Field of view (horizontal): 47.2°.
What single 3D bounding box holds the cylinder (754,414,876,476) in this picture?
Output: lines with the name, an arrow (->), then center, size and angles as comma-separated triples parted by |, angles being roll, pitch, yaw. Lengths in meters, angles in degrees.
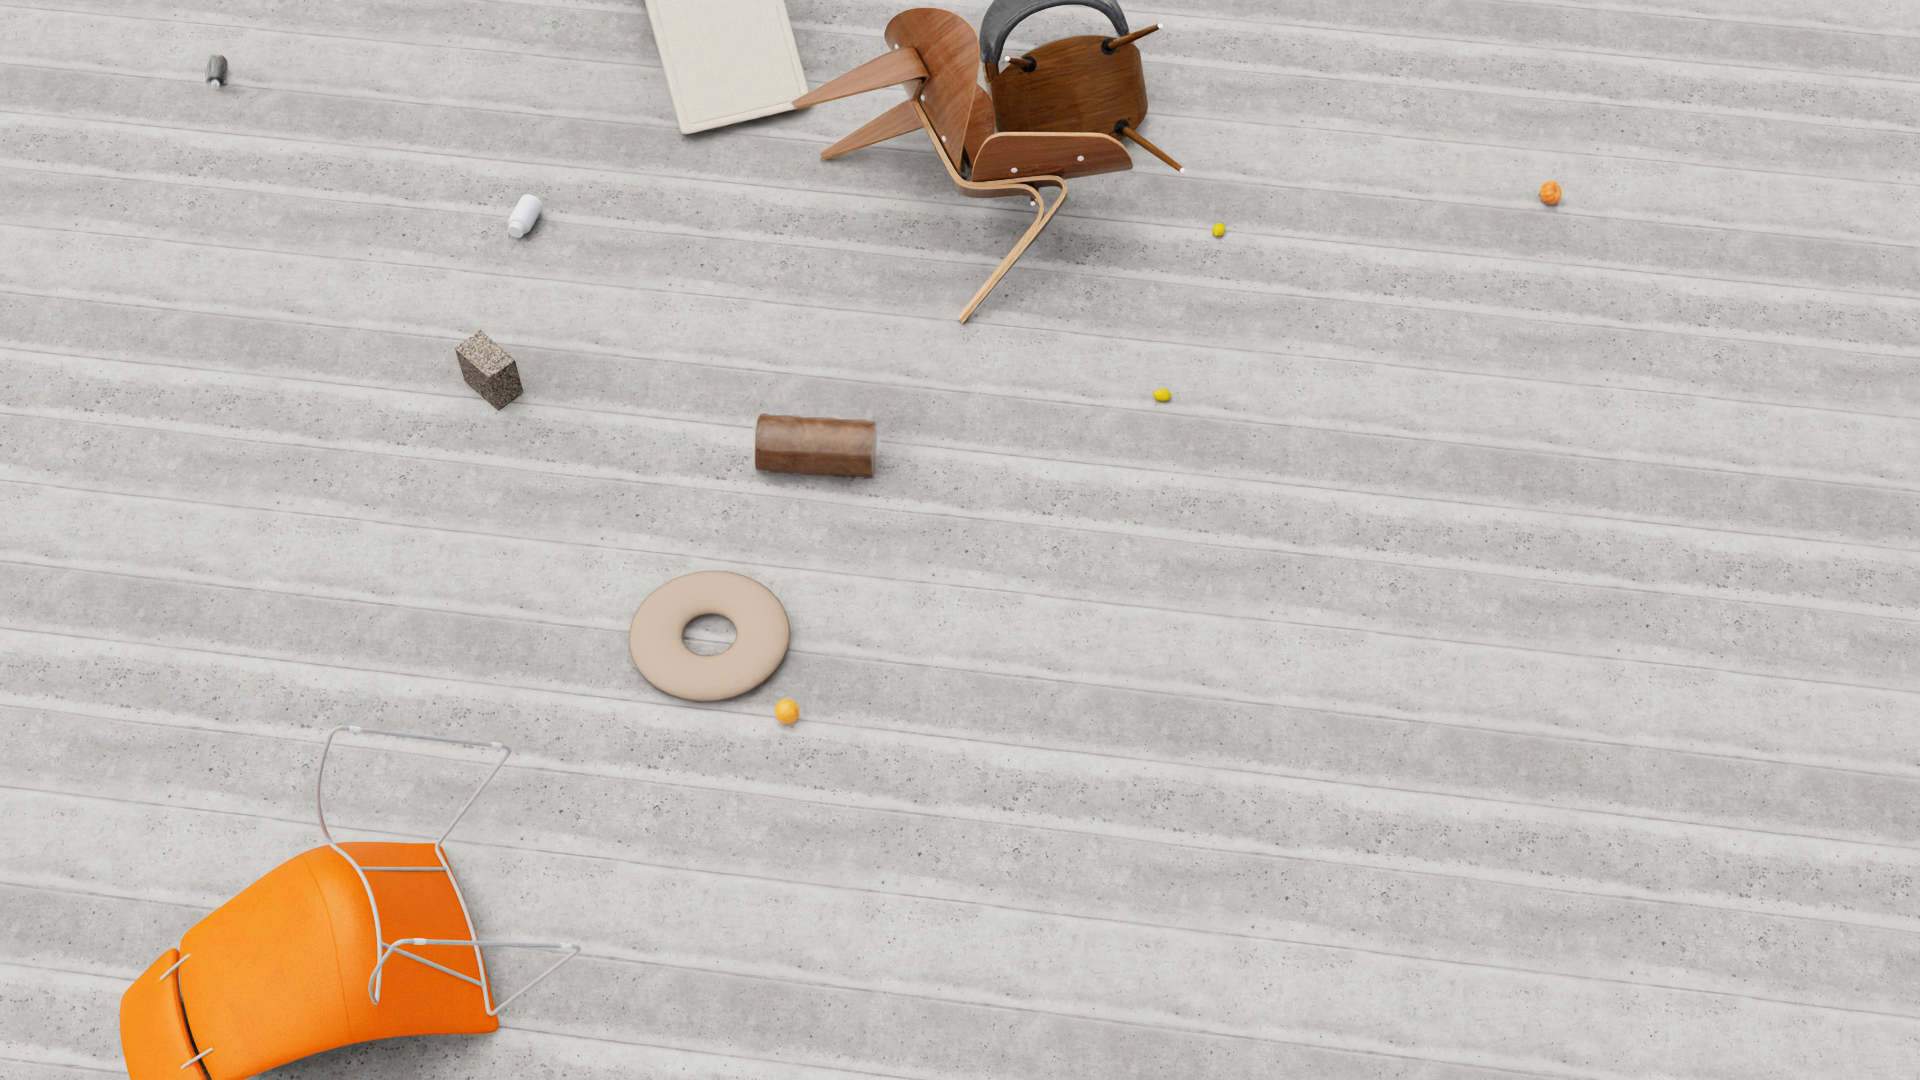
cylinder -> -0.436, -0.287, 6.666 | 0.352, 0.167, 0.170 | 4, 67, 2

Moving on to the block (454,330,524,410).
block -> -1.461, -0.526, 6.827 | 0.168, 0.166, 0.101 | 39, 64, 23

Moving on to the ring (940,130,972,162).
ring -> -0.014, -1.329, 7.403 | 0.102, 0.111, 0.082 | 23, 67, -37

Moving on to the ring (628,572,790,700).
ring -> -0.724, 0.273, 6.352 | 0.466, 0.066, 0.436 | 1, 57, 1
